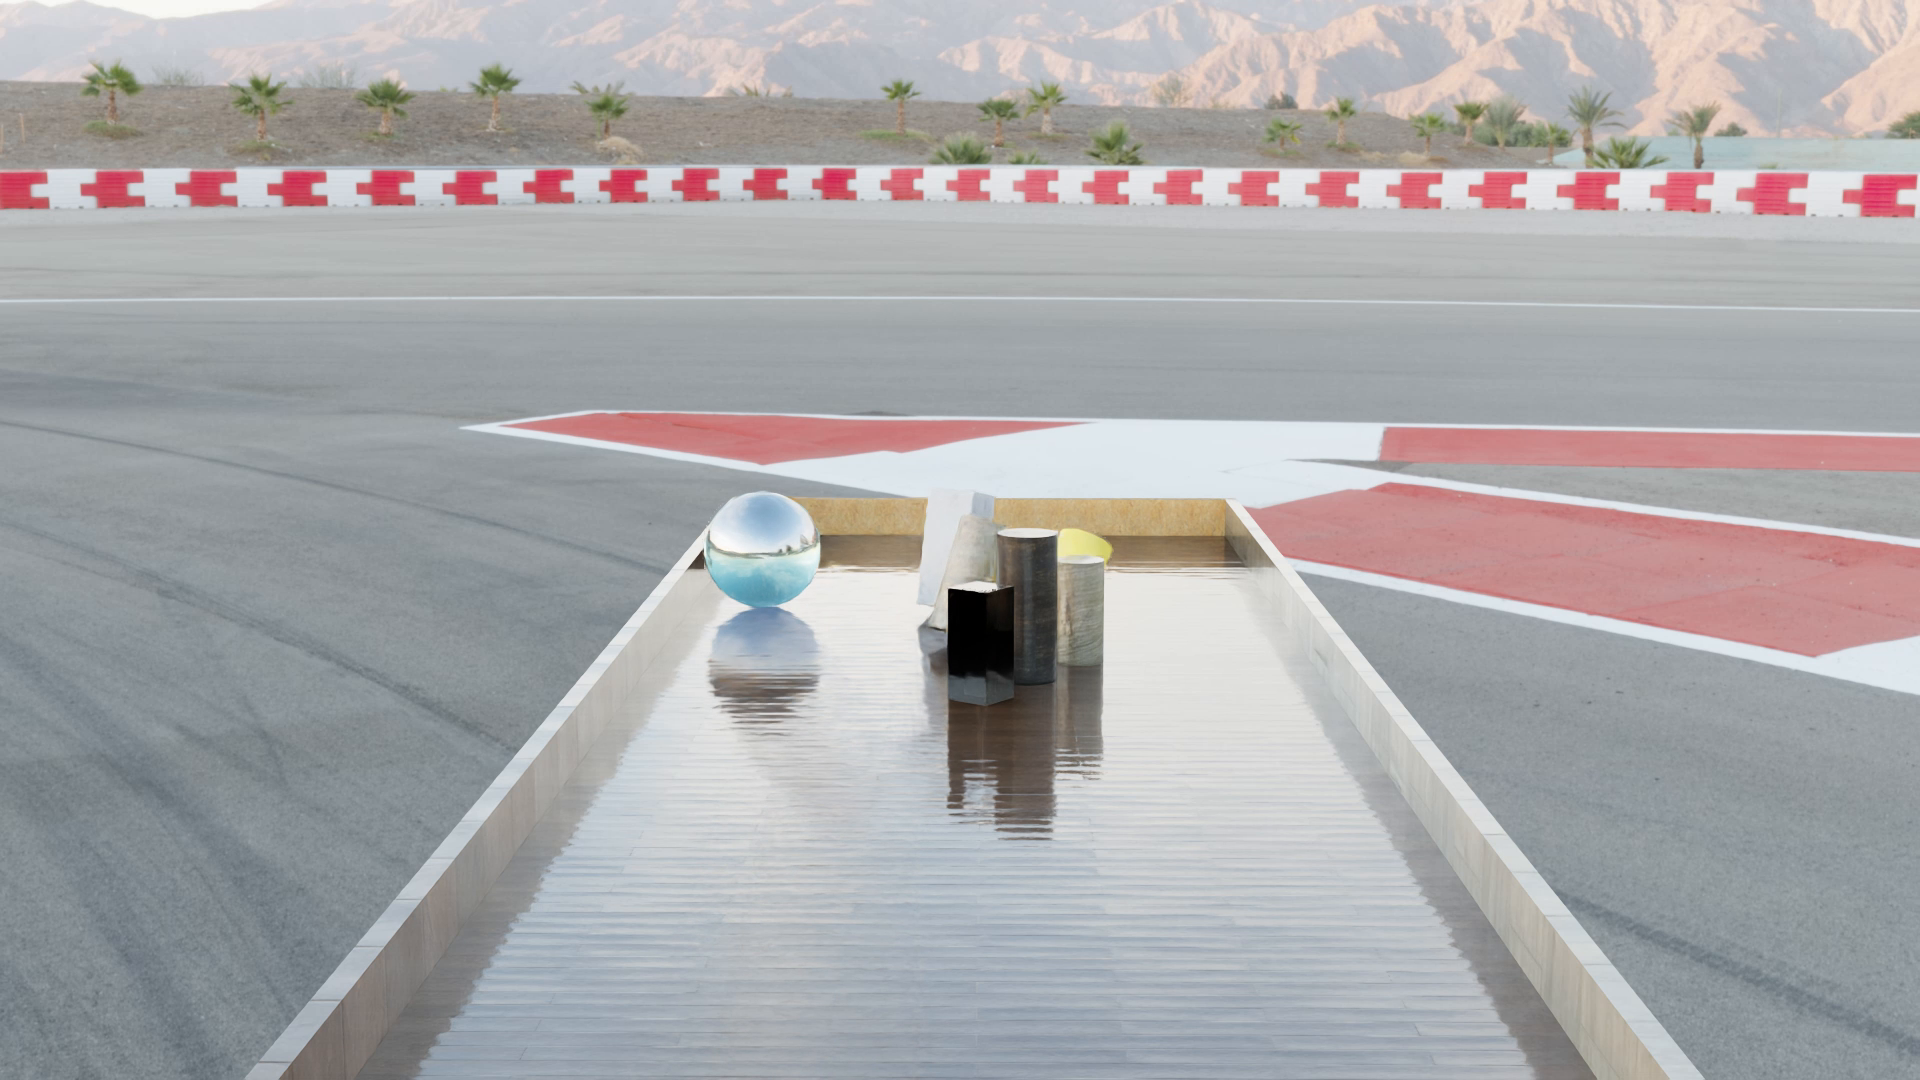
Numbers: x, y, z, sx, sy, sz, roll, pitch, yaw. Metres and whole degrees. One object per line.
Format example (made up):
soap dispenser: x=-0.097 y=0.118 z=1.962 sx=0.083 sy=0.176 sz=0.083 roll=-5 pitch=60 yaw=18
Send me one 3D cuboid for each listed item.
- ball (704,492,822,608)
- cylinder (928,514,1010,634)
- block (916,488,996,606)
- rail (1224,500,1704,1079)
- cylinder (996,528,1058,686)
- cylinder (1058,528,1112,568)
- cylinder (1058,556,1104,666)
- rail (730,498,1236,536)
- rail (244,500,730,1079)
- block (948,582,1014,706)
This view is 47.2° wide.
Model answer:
ball: x=-0.675 y=0.032 z=7.530 sx=0.399 sy=0.399 sz=0.399 roll=0 pitch=9 yaw=0
cylinder: x=0.038 y=0.122 z=6.940 sx=0.178 sy=0.367 sz=0.178 roll=17 pitch=-5 yaw=2
block: x=-0.013 y=0.034 z=7.443 sx=0.168 sy=0.395 sz=0.168 roll=5 pitch=-3 yaw=27
rail: x=1.046 y=0.843 z=3.208 sx=0.050 sy=0.150 sz=12.000 roll=0 pitch=9 yaw=1
cylinder: x=0.195 y=0.193 z=6.407 sx=0.178 sy=0.433 sz=0.178 roll=0 pitch=9 yaw=0
cylinder: x=0.343 y=0.147 z=6.910 sx=0.172 sy=0.326 sz=0.172 roll=20 pitch=-17 yaw=6
cylinder: x=0.360 y=0.213 z=6.663 sx=0.152 sy=0.313 sz=0.152 roll=0 pitch=9 yaw=0
rail: x=0.099 y=-0.098 z=9.147 sx=2.100 sy=0.150 sz=0.050 roll=0 pitch=9 yaw=1
rail: x=-1.004 y=0.839 z=3.234 sx=0.050 sy=0.150 sz=12.000 roll=0 pitch=9 yaw=1
block: x=0.059 y=0.289 z=6.168 sx=0.132 sy=0.319 sz=0.132 roll=7 pitch=11 yaw=36
